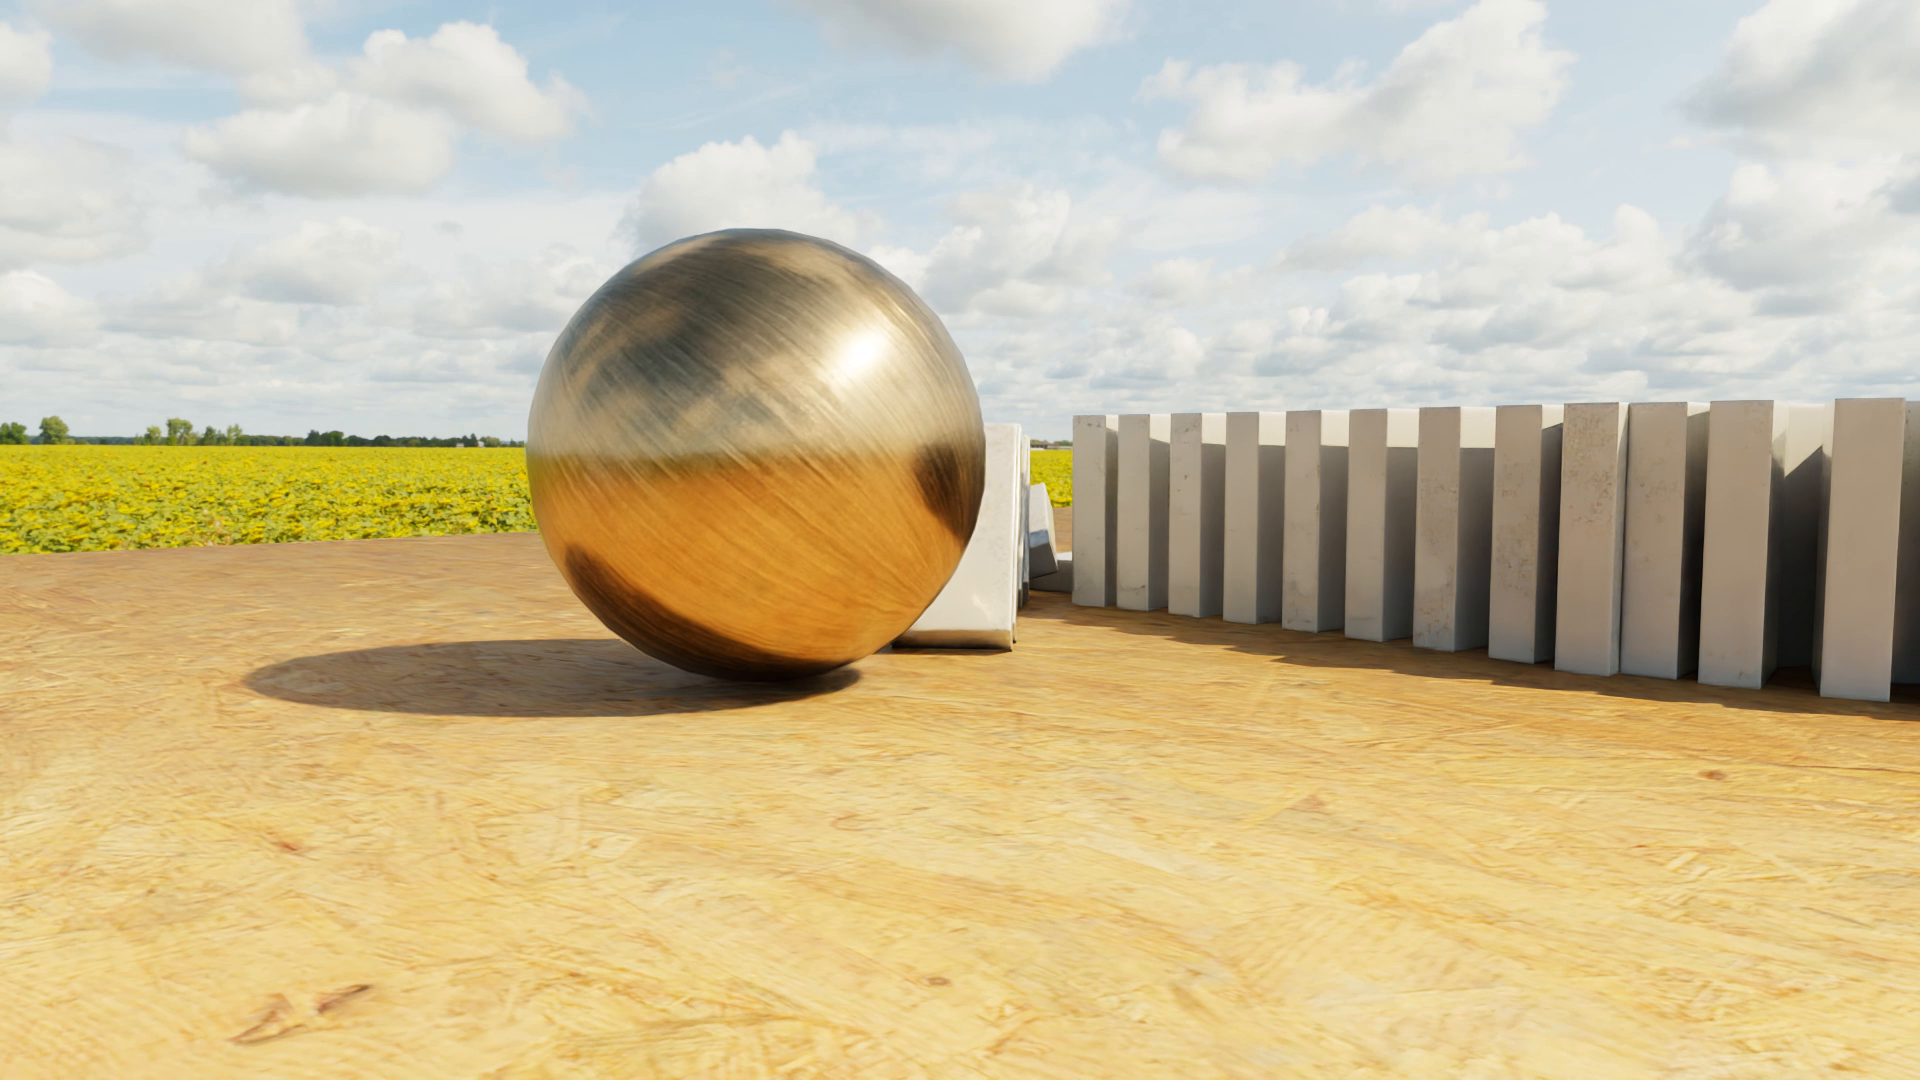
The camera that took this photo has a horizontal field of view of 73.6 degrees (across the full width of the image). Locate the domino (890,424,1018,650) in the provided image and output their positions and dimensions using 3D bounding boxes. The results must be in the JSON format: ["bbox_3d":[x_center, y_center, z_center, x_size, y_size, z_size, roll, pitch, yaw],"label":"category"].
[{"bbox_3d":[-0.001,-0.001,0.274,0.025,0.050,0.009,0,-29,5],"label":"domino"}]

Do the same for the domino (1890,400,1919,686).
[{"bbox_3d":[0.174,0.000,0.236,0.010,0.050,0.025,2,5,29],"label":"domino"}]

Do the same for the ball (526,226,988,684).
[{"bbox_3d":[-0.035,-0.015,0.228,0.080,0.080,0.080,0,4,0],"label":"ball"}]

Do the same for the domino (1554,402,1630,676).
[{"bbox_3d":[0.124,-0.001,0.245,0.010,0.050,0.025,4,6,43],"label":"domino"}]

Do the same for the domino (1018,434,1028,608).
[{"bbox_3d":[0.005,-0.006,0.344,0.025,0.050,0.010,1,-34,5],"label":"domino"}]

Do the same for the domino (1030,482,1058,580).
[{"bbox_3d":[0.015,-0.001,0.381,0.025,0.009,0.050,-15,20,8],"label":"domino"}]

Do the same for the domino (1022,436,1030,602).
[{"bbox_3d":[0.007,-0.007,0.356,0.025,0.050,0.010,0,-35,4],"label":"domino"}]

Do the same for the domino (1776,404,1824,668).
[{"bbox_3d":[0.164,-0.001,0.250,0.025,0.050,0.010,-2,5,-22],"label":"domino"}]

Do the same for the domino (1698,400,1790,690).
[{"bbox_3d":[0.143,0.000,0.233,0.009,0.050,0.025,3,5,38],"label":"domino"}]

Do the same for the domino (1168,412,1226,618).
[{"bbox_3d":[0.065,-0.007,0.325,0.025,0.050,0.010,-4,6,-43],"label":"domino"}]

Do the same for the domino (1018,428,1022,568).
[{"bbox_3d":[0.003,-0.006,0.331,0.025,0.050,0.010,0,-30,5],"label":"domino"}]

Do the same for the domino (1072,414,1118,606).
[{"bbox_3d":[0.040,-0.008,0.346,0.010,0.050,0.025,3,5,32],"label":"domino"}]

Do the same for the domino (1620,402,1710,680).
[{"bbox_3d":[0.134,-0.001,0.242,0.010,0.050,0.025,4,6,43],"label":"domino"}]

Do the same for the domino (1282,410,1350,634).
[{"bbox_3d":[0.087,-0.005,0.299,0.025,0.050,0.009,-3,6,-39],"label":"domino"}]

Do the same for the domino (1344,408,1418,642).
[{"bbox_3d":[0.098,-0.004,0.285,0.025,0.050,0.009,-3,5,-37],"label":"domino"}]

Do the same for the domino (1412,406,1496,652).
[{"bbox_3d":[0.108,-0.003,0.271,0.025,0.050,0.010,-3,5,-36],"label":"domino"}]

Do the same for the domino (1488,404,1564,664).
[{"bbox_3d":[0.118,-0.002,0.257,0.025,0.050,0.010,-3,5,-36],"label":"domino"}]

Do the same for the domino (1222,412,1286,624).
[{"bbox_3d":[0.076,-0.006,0.312,0.025,0.050,0.010,-4,6,-40],"label":"domino"}]

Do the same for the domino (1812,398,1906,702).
[{"bbox_3d":[0.155,0.001,0.223,0.009,0.050,0.025,3,5,31],"label":"domino"}]

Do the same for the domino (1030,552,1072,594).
[{"bbox_3d":[0.045,0.009,0.387,0.025,0.010,0.050,3,5,39],"label":"domino"}]

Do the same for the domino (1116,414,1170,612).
[{"bbox_3d":[0.052,-0.008,0.337,0.010,0.050,0.025,4,6,40],"label":"domino"}]

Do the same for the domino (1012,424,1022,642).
[{"bbox_3d":[0.001,-0.002,0.285,0.025,0.050,0.010,0,-29,5],"label":"domino"}]
